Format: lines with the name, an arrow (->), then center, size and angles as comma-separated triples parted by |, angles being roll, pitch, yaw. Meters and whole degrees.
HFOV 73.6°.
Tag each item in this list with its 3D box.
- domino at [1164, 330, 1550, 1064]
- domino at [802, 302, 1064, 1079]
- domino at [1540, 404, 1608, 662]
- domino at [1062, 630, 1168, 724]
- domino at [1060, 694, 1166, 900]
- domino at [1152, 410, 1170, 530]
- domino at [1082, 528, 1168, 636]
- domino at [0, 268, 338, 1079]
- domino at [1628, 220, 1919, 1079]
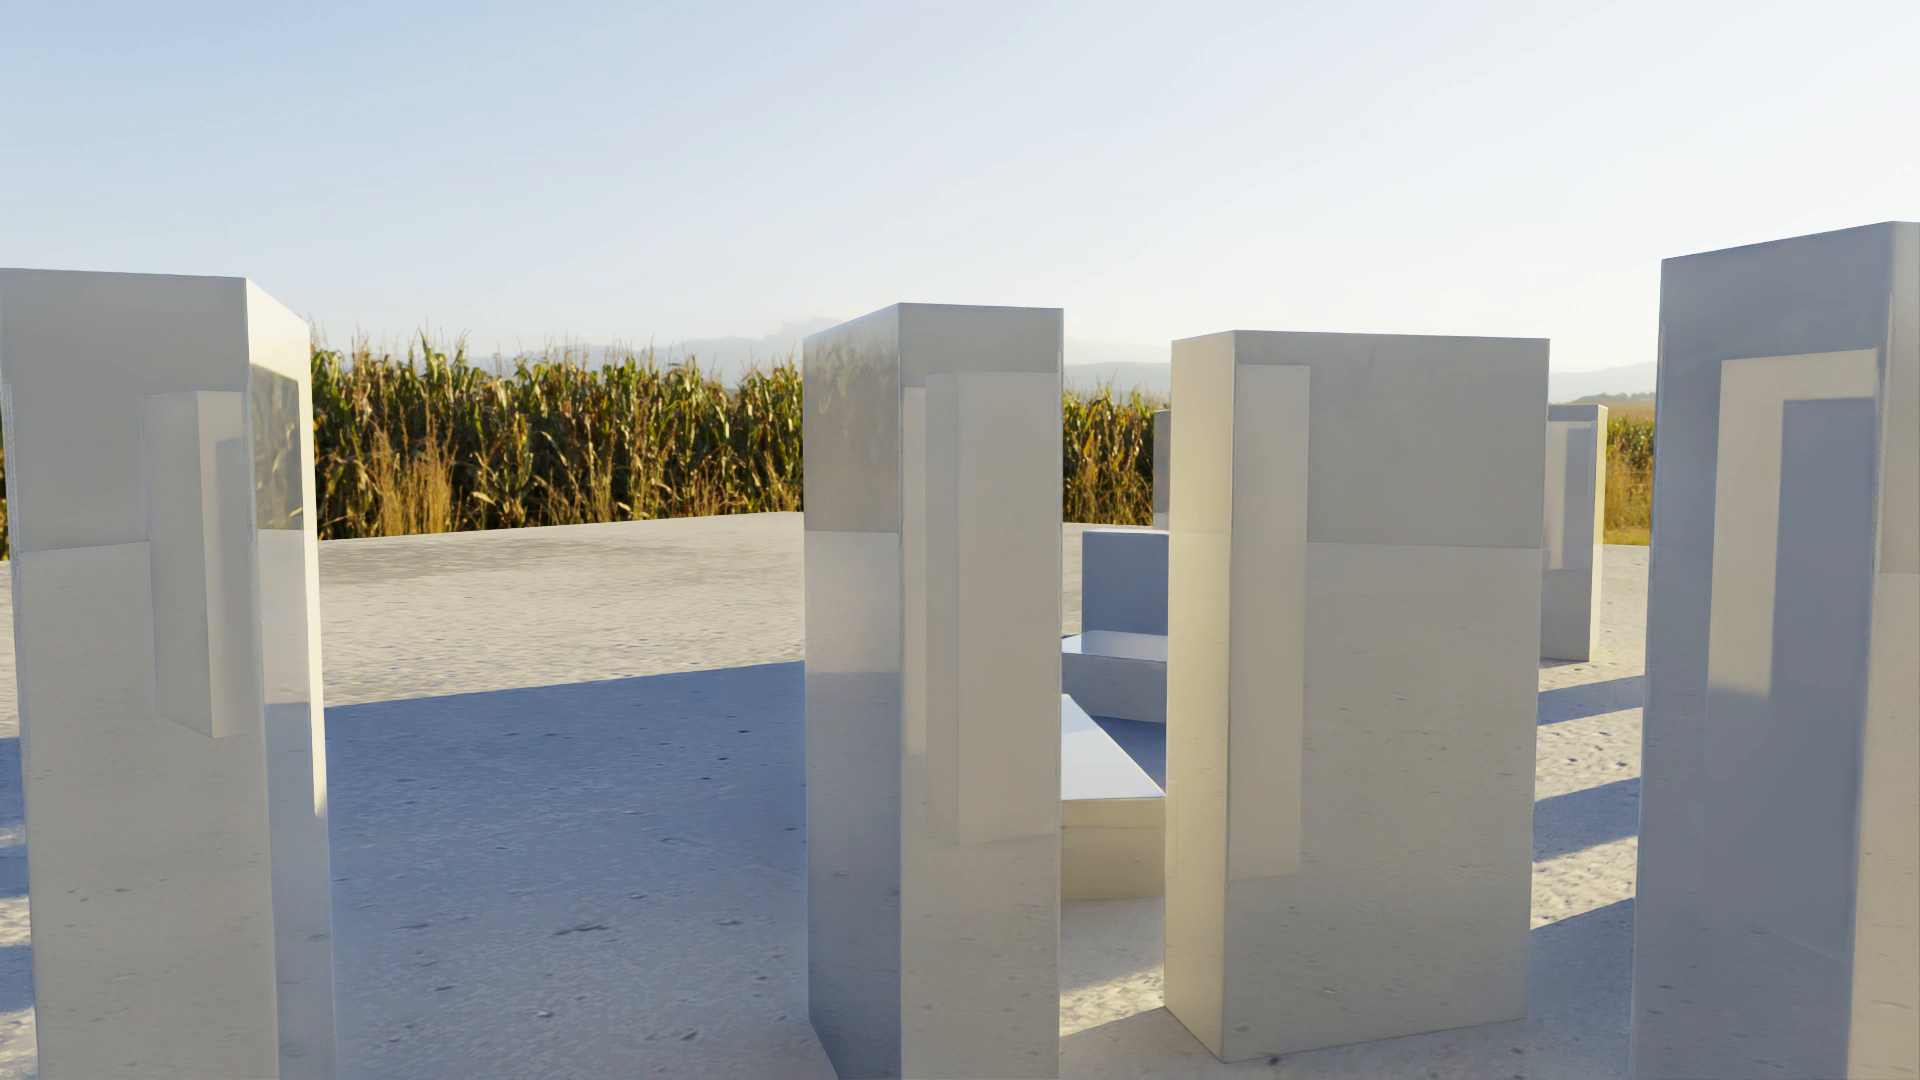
domino -> 0.029, 0.010, 0.094 | 0.025, 0.050, 0.009 | -1, 4, -16
domino -> -0.003, 0.011, 0.083 | 0.010, 0.050, 0.025 | -1, 5, -19
domino -> 0.125, -0.002, 0.262 | 0.010, 0.050, 0.025 | 3, 5, 30
domino -> 0.039, 0.022, 0.205 | 0.050, 0.010, 0.025 | 3, 5, 31
domino -> 0.004, 0.027, 0.144 | 0.025, 0.010, 0.050 | 0, 4, -6
domino -> 0.050, -0.004, 0.285 | 0.009, 0.050, 0.025 | 0, 4, -2
domino -> 0.049, 0.011, 0.252 | 0.050, 0.025, 0.010 | 2, 5, 27
domino -> -0.041, 0.012, 0.070 | 0.009, 0.050, 0.025 | -2, 5, -21
domino -> 0.042, 0.014, 0.053 | 0.025, 0.050, 0.010 | -1, 4, -17
